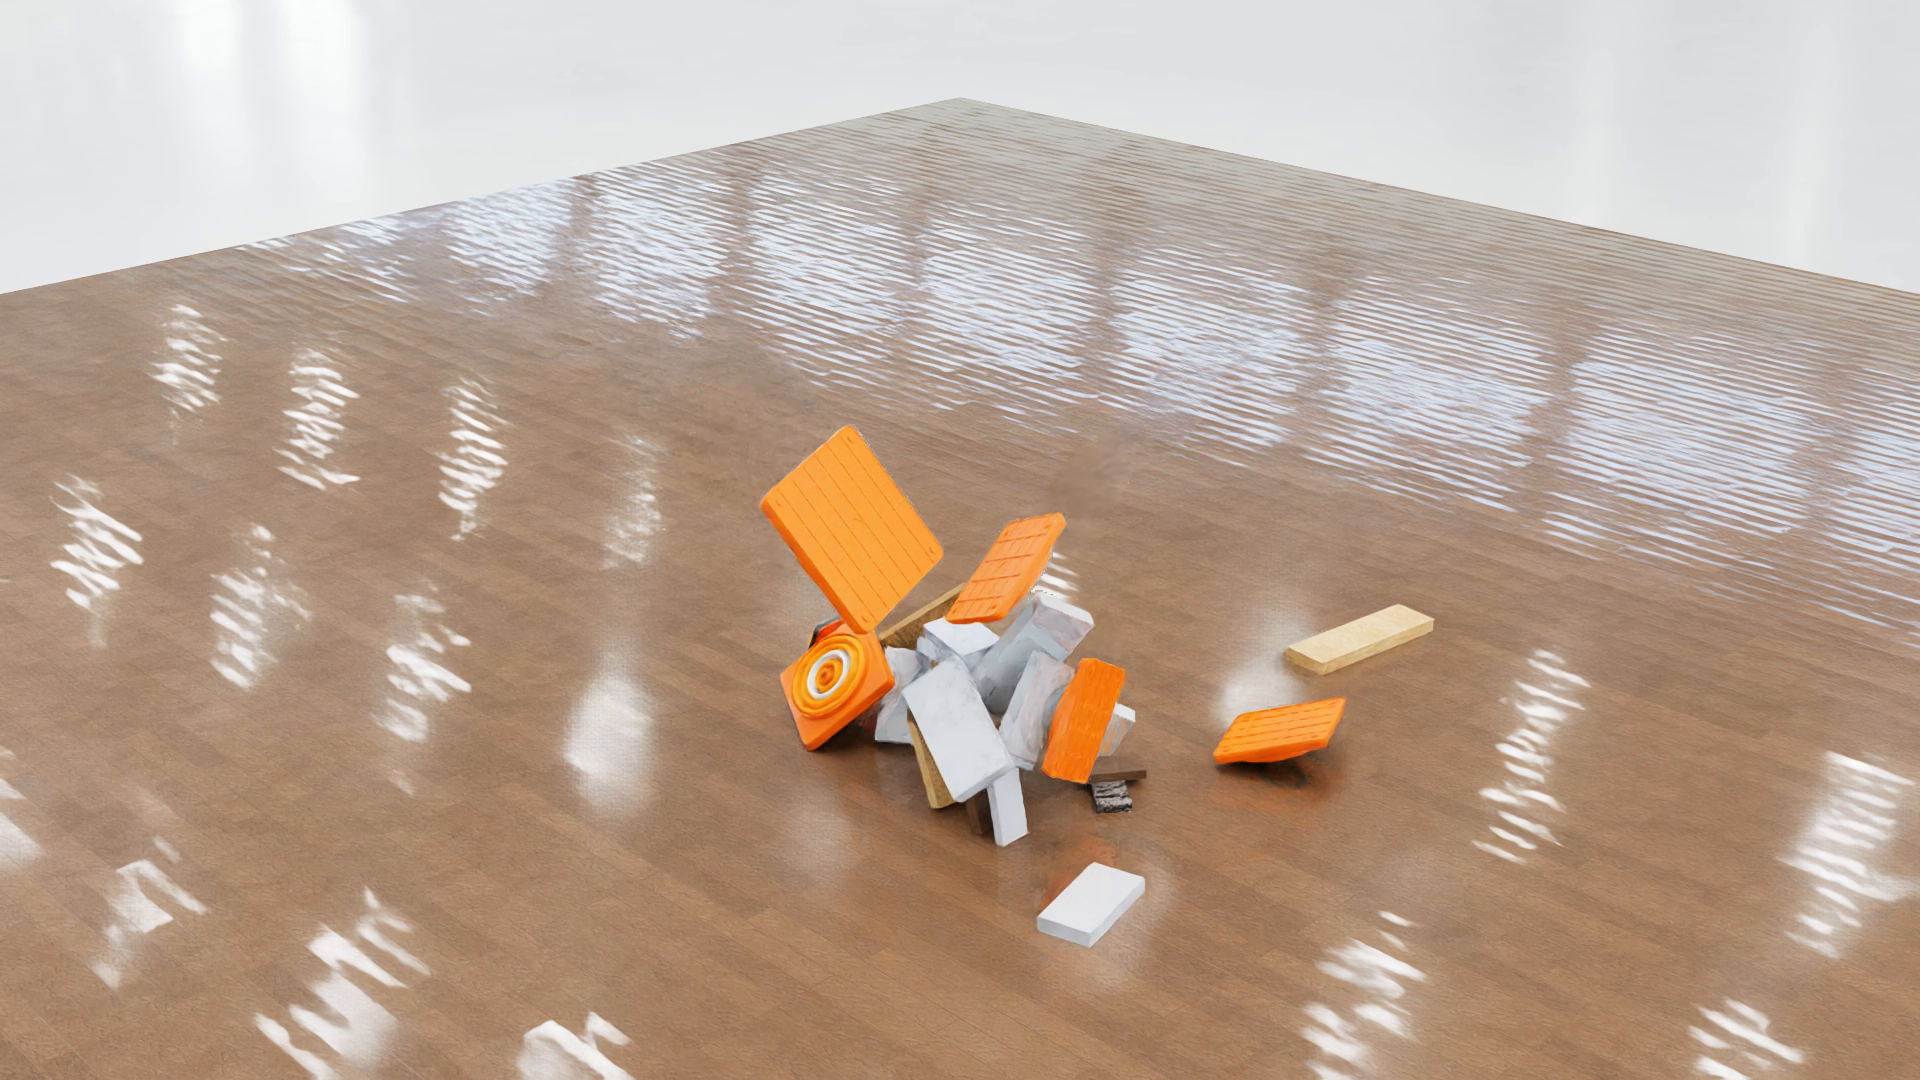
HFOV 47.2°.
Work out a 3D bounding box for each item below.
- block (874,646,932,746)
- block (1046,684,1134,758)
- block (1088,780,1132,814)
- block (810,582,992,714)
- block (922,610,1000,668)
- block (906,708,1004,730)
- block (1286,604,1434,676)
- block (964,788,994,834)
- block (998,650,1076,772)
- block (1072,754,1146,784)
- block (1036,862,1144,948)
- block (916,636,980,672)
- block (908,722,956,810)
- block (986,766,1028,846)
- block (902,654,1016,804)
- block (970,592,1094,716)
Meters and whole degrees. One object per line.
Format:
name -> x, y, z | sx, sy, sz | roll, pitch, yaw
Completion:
block -> -0.120, 0.336, 4.727 | 0.101, 0.202, 0.029 | 7, -13, 1
block -> 0.215, 0.362, 4.562 | 0.262, 0.131, 0.037 | 23, 32, -12
block -> 0.306, 0.516, 4.519 | 0.072, 0.020, 0.143 | -2, 23, -6
block -> -0.131, 0.237, 4.780 | 0.424, 0.097, 0.027 | -32, 24, 18
block -> 0.007, 0.204, 4.558 | 0.097, 0.027, 0.193 | -20, 25, -20
block -> -0.006, 0.359, 4.409 | 0.185, 0.026, 0.093 | 16, 27, 32
block -> 0.944, 0.232, 5.173 | 0.385, 0.031, 0.111 | -17, 28, -35
block -> 0.045, 0.483, 4.386 | 0.093, 0.185, 0.026 | -22, 12, -41
block -> 0.143, 0.339, 4.352 | 0.031, 0.221, 0.111 | 22, -3, 43
block -> 0.309, 0.475, 4.563 | 0.143, 0.020, 0.072 | -4, 23, -10
block -> 0.246, 0.681, 4.115 | 0.111, 0.031, 0.221 | 13, 26, 28
block -> -0.013, 0.244, 4.646 | 0.101, 0.029, 0.202 | 10, 5, -20
block -> -0.039, 0.444, 4.479 | 0.093, 0.185, 0.026 | -19, 7, -35
block -> 0.093, 0.524, 4.341 | 0.020, 0.143, 0.072 | 5, 20, 45
block -> -0.004, 0.370, 4.325 | 0.131, 0.037, 0.262 | -34, 60, 12
block -> 0.131, 0.234, 4.392 | 0.131, 0.280, 0.037 | 22, 30, -31
